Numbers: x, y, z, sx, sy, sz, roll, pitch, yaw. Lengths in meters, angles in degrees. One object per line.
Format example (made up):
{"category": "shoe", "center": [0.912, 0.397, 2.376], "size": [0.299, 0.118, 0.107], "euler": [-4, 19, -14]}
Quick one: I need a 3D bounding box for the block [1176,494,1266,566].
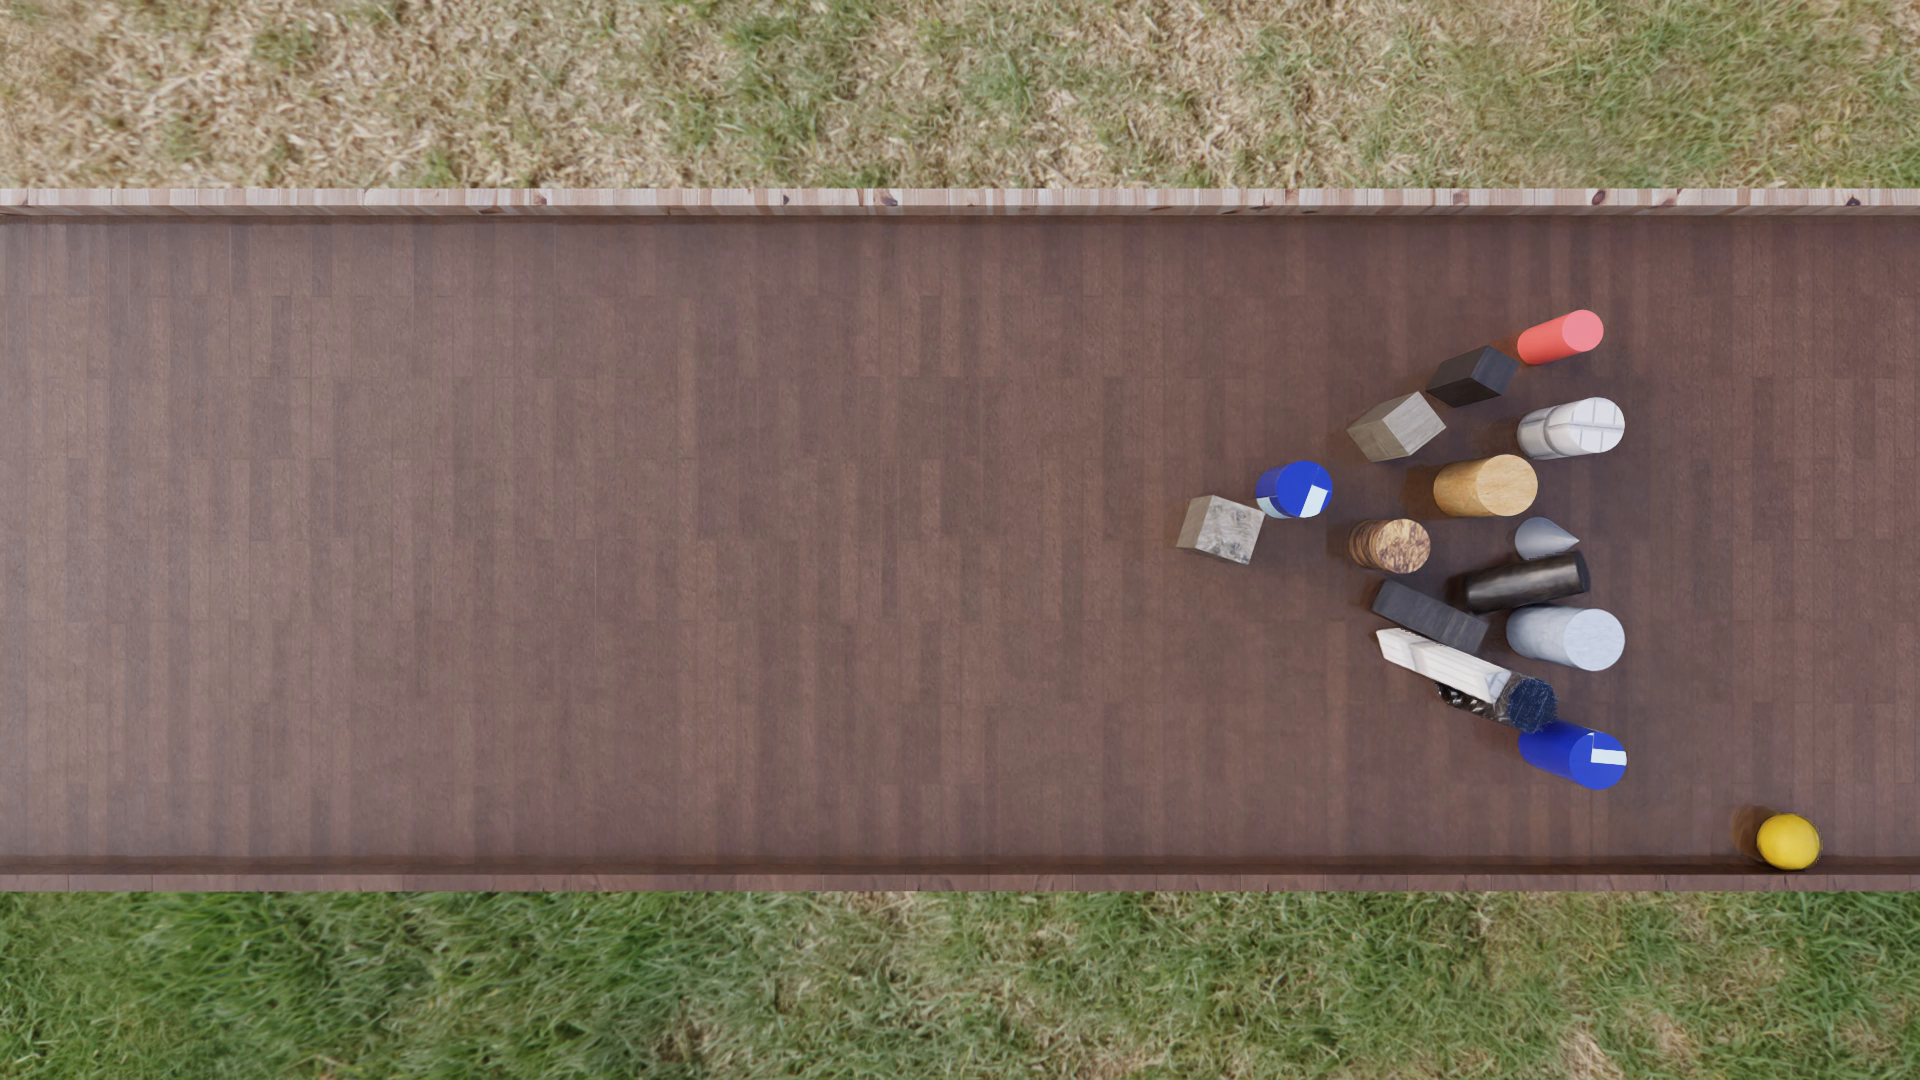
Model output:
{"category": "block", "center": [0.763, -0.028, 4.865], "size": [0.157, 0.422, 0.157], "euler": [18, 90, 0]}

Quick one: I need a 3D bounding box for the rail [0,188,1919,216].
{"category": "rail", "center": [-2.247, -1.025, 5.002], "size": [12.000, 0.150, 0.050], "euler": [0, 90, 0]}

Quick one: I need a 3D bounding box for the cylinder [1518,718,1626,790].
{"category": "cylinder", "center": [1.799, 0.623, 4.864], "size": [0.162, 0.425, 0.162], "euler": [0, 90, 0]}

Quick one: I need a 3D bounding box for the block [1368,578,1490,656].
{"category": "block", "center": [1.416, 0.235, 4.990], "size": [0.329, 0.110, 0.110], "euler": [26, 90, 11]}

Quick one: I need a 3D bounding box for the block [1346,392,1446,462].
{"category": "block", "center": [1.277, -0.328, 4.857], "size": [0.129, 0.439, 0.129], "euler": [-38, 90, 0]}

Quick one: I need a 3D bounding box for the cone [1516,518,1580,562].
{"category": "cone", "center": [1.781, 0.002, 4.908], "size": [0.145, 0.337, 0.145], "euler": [0, 90, 0]}

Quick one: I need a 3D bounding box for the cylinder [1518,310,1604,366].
{"category": "cylinder", "center": [1.774, -0.597, 4.888], "size": [0.118, 0.377, 0.118], "euler": [0, 90, 0]}

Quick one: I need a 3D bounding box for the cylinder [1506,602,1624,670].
{"category": "cylinder", "center": [1.772, 0.280, 4.851], "size": [0.174, 0.445, 0.174], "euler": [0, 90, -2]}

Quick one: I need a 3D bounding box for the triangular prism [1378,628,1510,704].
{"category": "triangular prism", "center": [1.433, 0.350, 4.885], "size": [0.092, 0.427, 0.106], "euler": [-34, 120, -19]}

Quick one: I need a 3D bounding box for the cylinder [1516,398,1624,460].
{"category": "cylinder", "center": [1.791, -0.324, 4.857], "size": [0.156, 0.440, 0.156], "euler": [0, 90, 0]}

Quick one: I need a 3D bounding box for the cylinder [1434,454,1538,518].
{"category": "cylinder", "center": [1.544, -0.155, 4.866], "size": [0.174, 0.420, 0.174], "euler": [0, 90, 0]}

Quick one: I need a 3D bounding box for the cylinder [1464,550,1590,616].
{"category": "cylinder", "center": [1.692, 0.129, 4.933], "size": [0.334, 0.127, 0.127], "euler": [-16, 90, 33]}

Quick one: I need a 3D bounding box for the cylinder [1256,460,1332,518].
{"category": "cylinder", "center": [0.990, -0.147, 4.909], "size": [0.163, 0.335, 0.163], "euler": [0, 90, 0]}

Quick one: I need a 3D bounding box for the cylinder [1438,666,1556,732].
{"category": "cylinder", "center": [1.582, 0.453, 4.878], "size": [0.158, 0.368, 0.158], "euler": [-2, 97, -15]}

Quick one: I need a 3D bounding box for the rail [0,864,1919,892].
{"category": "rail", "center": [-2.247, 1.025, 5.001], "size": [12.000, 0.150, 0.050], "euler": [0, 90, 0]}

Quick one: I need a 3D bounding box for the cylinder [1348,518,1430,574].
{"category": "cylinder", "center": [1.272, 0.015, 4.902], "size": [0.156, 0.347, 0.156], "euler": [0, 91, 1]}

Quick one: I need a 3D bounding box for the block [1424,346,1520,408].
{"category": "block", "center": [1.502, -0.477, 4.853], "size": [0.104, 0.446, 0.104], "euler": [30, 90, 0]}

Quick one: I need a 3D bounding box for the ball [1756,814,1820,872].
{"category": "ball", "center": [2.506, 0.914, 4.991], "size": [0.172, 0.172, 0.172], "euler": [0, 90, 0]}
